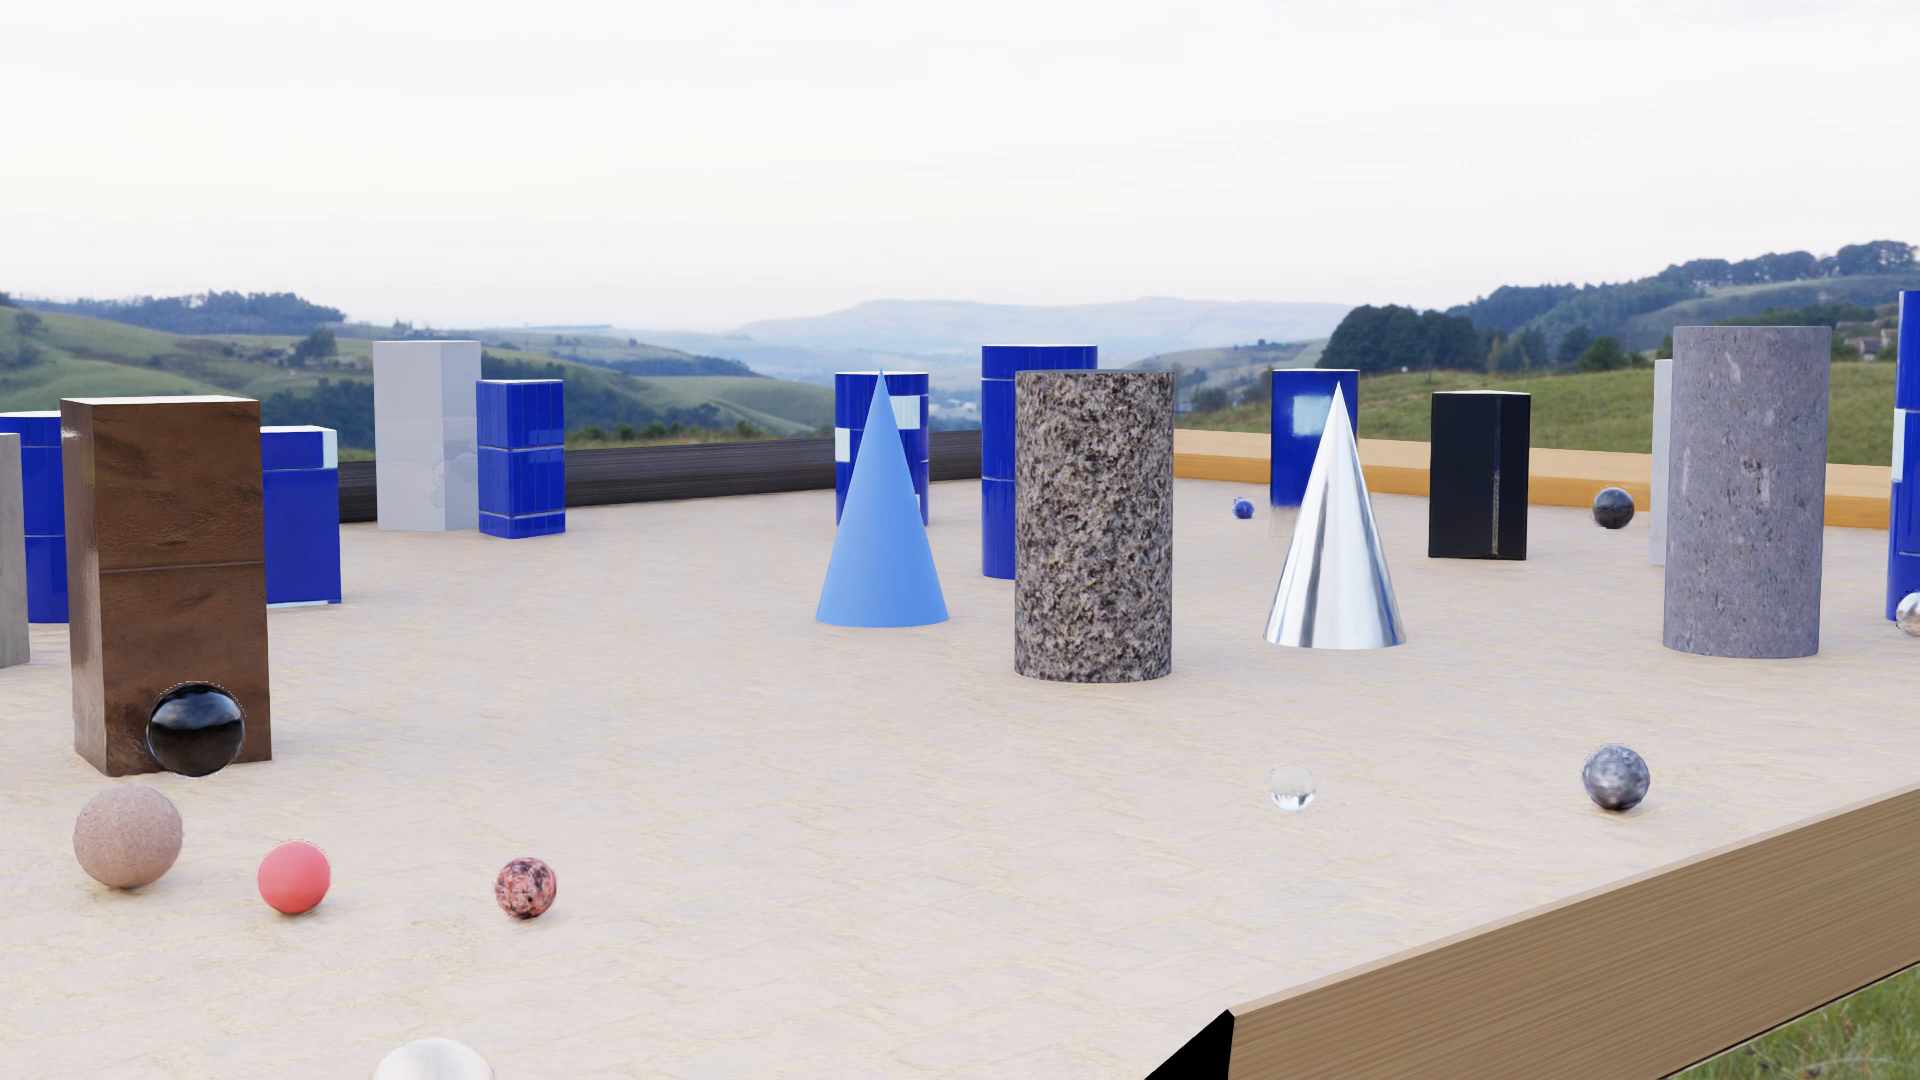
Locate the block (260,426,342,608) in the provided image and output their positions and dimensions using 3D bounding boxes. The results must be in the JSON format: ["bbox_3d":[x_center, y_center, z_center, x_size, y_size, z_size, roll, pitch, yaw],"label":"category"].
[{"bbox_3d":[-1.045,-0.038,3.357,0.155,0.263,0.155,-3,7,-29],"label":"block"}]

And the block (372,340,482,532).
[{"bbox_3d":[-1.084,-0.216,4.493,0.155,0.380,0.155,2,6,18],"label":"block"}]

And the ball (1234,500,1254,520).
[{"bbox_3d":[0.601,-0.063,4.653,0.043,0.043,0.043,0,6,0],"label":"ball"}]

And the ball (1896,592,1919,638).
[{"bbox_3d":[1.305,0.101,2.983,0.064,0.064,0.064,0,6,0],"label":"ball"}]

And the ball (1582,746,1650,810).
[{"bbox_3d":[0.585,0.212,1.960,0.058,0.058,0.058,0,6,0],"label":"ball"}]

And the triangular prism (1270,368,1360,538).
[{"bbox_3d":[0.692,-0.174,4.357,0.168,0.326,0.146,0,6,0],"label":"triangular prism"}]

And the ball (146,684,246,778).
[{"bbox_3d":[-0.727,0.181,2.093,0.089,0.089,0.089,0,6,0],"label":"ball"}]

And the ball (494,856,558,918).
[{"bbox_3d":[-0.318,0.255,1.612,0.045,0.045,0.045,0,6,0],"label":"ball"}]

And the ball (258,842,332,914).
[{"bbox_3d":[-0.492,0.250,1.626,0.053,0.053,0.053,0,6,0],"label":"ball"}]

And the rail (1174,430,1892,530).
[{"bbox_3d":[1.557,-0.117,4.761,0.045,0.126,3.607,-5,8,-42],"label":"rail"}]

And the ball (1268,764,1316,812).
[{"bbox_3d":[0.295,0.221,1.955,0.042,0.042,0.042,0,6,0],"label":"ball"}]

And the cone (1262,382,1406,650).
[{"bbox_3d":[0.508,-0.040,2.968,0.194,0.349,0.194,0,6,0],"label":"cone"}]

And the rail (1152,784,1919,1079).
[{"bbox_3d":[1.207,0.169,2.031,4.284,0.126,0.045,-5,8,-42],"label":"rail"}]

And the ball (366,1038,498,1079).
[{"bbox_3d":[-0.271,0.292,1.127,0.073,0.073,0.073,0,6,0],"label":"ball"}]

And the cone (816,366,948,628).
[{"bbox_3d":[-0.113,-0.068,3.163,0.194,0.364,0.194,0,6,0],"label":"cone"}]

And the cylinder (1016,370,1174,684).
[{"bbox_3d":[0.164,-0.022,2.703,0.194,0.369,0.194,0,6,0],"label":"cylinder"}]

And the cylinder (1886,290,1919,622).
[{"bbox_3d":[1.434,-0.118,3.135,0.194,0.470,0.194,0,6,0],"label":"cylinder"}]

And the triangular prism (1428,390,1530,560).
[{"bbox_3d":[0.945,-0.120,3.987,0.168,0.296,0.146,2,6,16],"label":"triangular prism"}]

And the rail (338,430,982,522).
[{"bbox_3d":[-1.207,-0.104,4.633,4.284,0.126,0.045,-5,8,-42],"label":"rail"}]

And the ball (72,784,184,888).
[{"bbox_3d":[-0.641,0.229,1.697,0.080,0.080,0.080,0,6,0],"label":"ball"}]

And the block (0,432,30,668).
[{"bbox_3d":[-1.273,0.016,2.717,0.155,0.290,0.155,2,6,15],"label":"block"}]

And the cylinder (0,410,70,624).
[{"bbox_3d":[-1.299,-0.037,3.207,0.194,0.294,0.194,0,6,0],"label":"cylinder"}]

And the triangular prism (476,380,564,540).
[{"bbox_3d":[-0.854,-0.164,4.361,0.146,0.304,0.168,-4,7,-33],"label":"triangular prism"}]

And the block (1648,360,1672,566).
[{"bbox_3d":[1.313,-0.132,3.809,0.155,0.357,0.155,-3,6,-23],"label":"block"}]

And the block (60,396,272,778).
[{"bbox_3d":[-0.789,0.039,2.184,0.155,0.356,0.155,-4,7,-32],"label":"block"}]

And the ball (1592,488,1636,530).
[{"bbox_3d":[1.325,-0.064,4.459,0.085,0.085,0.085,0,6,0],"label":"ball"}]

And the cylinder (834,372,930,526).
[{"bbox_3d":[-0.161,-0.189,4.552,0.194,0.314,0.194,0,6,0],"label":"cylinder"}]

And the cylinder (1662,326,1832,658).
[{"bbox_3d":[1.030,-0.068,2.884,0.194,0.422,0.194,0,6,0],"label":"cylinder"}]

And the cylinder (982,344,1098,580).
[{"bbox_3d":[0.133,-0.134,3.696,0.194,0.385,0.194,0,6,0],"label":"cylinder"}]
